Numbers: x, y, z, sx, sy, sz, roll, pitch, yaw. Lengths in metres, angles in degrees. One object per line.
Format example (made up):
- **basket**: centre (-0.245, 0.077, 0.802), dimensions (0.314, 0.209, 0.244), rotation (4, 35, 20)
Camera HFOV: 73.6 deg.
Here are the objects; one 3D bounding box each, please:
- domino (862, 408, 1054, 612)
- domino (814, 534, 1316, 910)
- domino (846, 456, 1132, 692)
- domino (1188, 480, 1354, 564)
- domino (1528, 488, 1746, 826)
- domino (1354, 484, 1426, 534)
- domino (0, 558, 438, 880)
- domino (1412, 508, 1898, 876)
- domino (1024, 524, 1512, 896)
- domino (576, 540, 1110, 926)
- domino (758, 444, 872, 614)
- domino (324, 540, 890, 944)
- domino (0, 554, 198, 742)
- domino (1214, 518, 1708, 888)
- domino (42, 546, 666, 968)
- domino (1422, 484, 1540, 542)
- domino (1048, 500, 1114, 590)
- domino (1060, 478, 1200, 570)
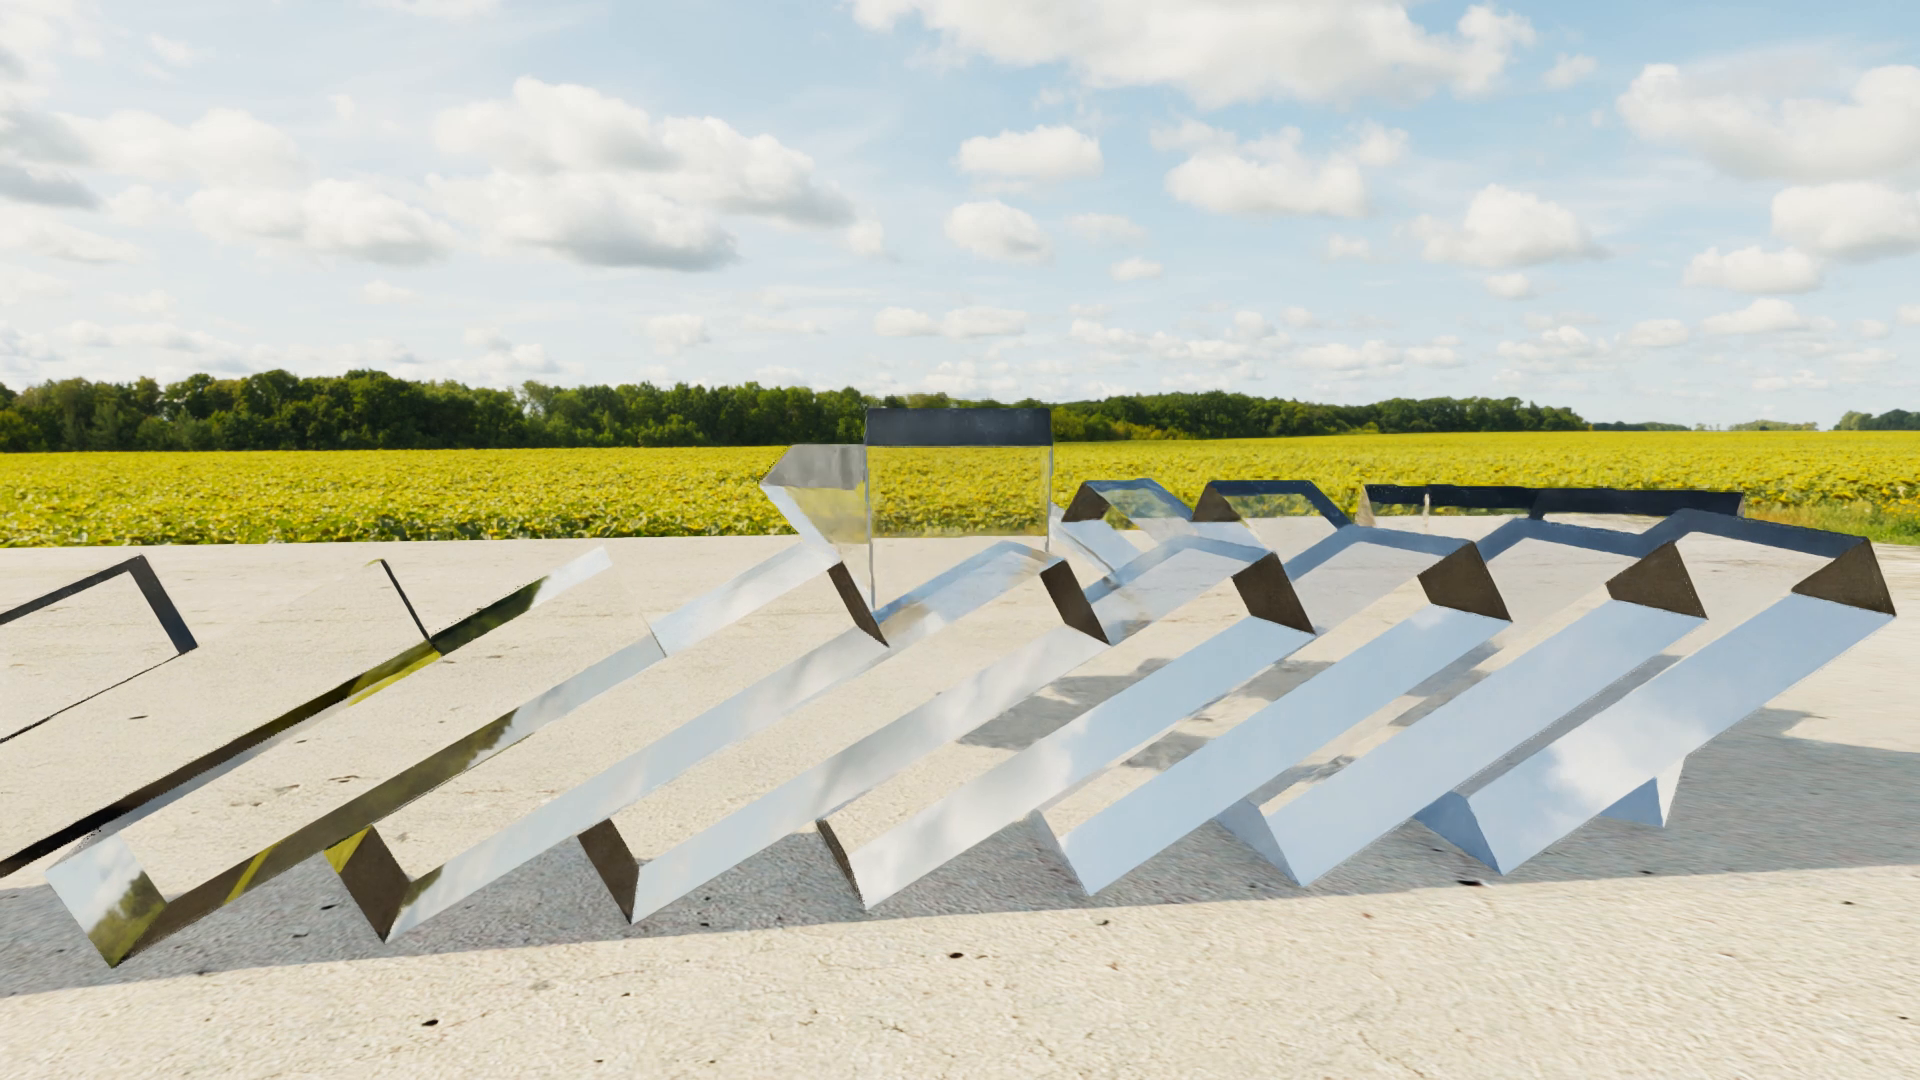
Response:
- **domino**: centre (0.000, 0.005, 0.187), dimensions (0.025, 0.050, 0.010), rotation (0, 37, 0)
- **domino**: centre (0.008, 0.017, 0.132), dimensions (0.050, 0.009, 0.025), rotation (-30, 9, -8)
- **domino**: centre (0.005, 0.006, 0.223), dimensions (0.050, 0.009, 0.025), rotation (43, -12, -20)
- **domino**: centre (0.065, 0.008, 0.227), dimensions (0.025, 0.009, 0.050), rotation (-2, 38, -29)
- **domino**: centre (0.081, 0.012, 0.163), dimensions (0.025, 0.009, 0.050), rotation (4, 40, 41)
- **domino**: centre (0.082, 0.009, 0.209), dimensions (0.025, 0.009, 0.050), rotation (3, 36, 3)
- **domino**: centre (-0.075, 0.018, 0.117), dimensions (0.050, 0.009, 0.025), rotation (-30, 12, -23)
- **domino**: centre (0.070, 0.015, 0.140), dimensions (0.050, 0.009, 0.025), rotation (-31, 13, -6)
- **domino**: centre (0.029, 0.016, 0.135), dimensions (0.050, 0.010, 0.025), rotation (-31, 9, -7)
- **domino**: centre (-0.012, 0.017, 0.128), dimensions (0.050, 0.010, 0.025), rotation (-29, 9, -8)
- **domino**: centre (-0.008, 0.006, 0.208), dimensions (0.025, 0.050, 0.009), rotation (5, 50, 48)
- **domino**: centre (-0.033, 0.017, 0.125), dimensions (0.050, 0.009, 0.025), rotation (-30, 11, -12)
- **domino**: centre (-0.095, 0.018, 0.111), dimensions (0.050, 0.009, 0.025), rotation (-33, 13, -35)
- **domino**: centre (0.049, 0.015, 0.137), dimensions (0.050, 0.009, 0.025), rotation (-31, 11, -7)
- **domino**: centre (-0.053, 0.018, 0.121), dimensions (0.050, 0.009, 0.025), rotation (-30, 12, -13)
- **domino**: centre (0.082, 0.011, 0.187), dimensions (0.025, 0.009, 0.050), rotation (2, 38, 14)
- **domino**: centre (0.024, 0.006, 0.242), dimensions (0.050, 0.009, 0.025), rotation (37, 15, 15)
- **domino**: centre (0.045, 0.007, 0.237), dimensions (0.050, 0.009, 0.025), rotation (42, 28, 29)
